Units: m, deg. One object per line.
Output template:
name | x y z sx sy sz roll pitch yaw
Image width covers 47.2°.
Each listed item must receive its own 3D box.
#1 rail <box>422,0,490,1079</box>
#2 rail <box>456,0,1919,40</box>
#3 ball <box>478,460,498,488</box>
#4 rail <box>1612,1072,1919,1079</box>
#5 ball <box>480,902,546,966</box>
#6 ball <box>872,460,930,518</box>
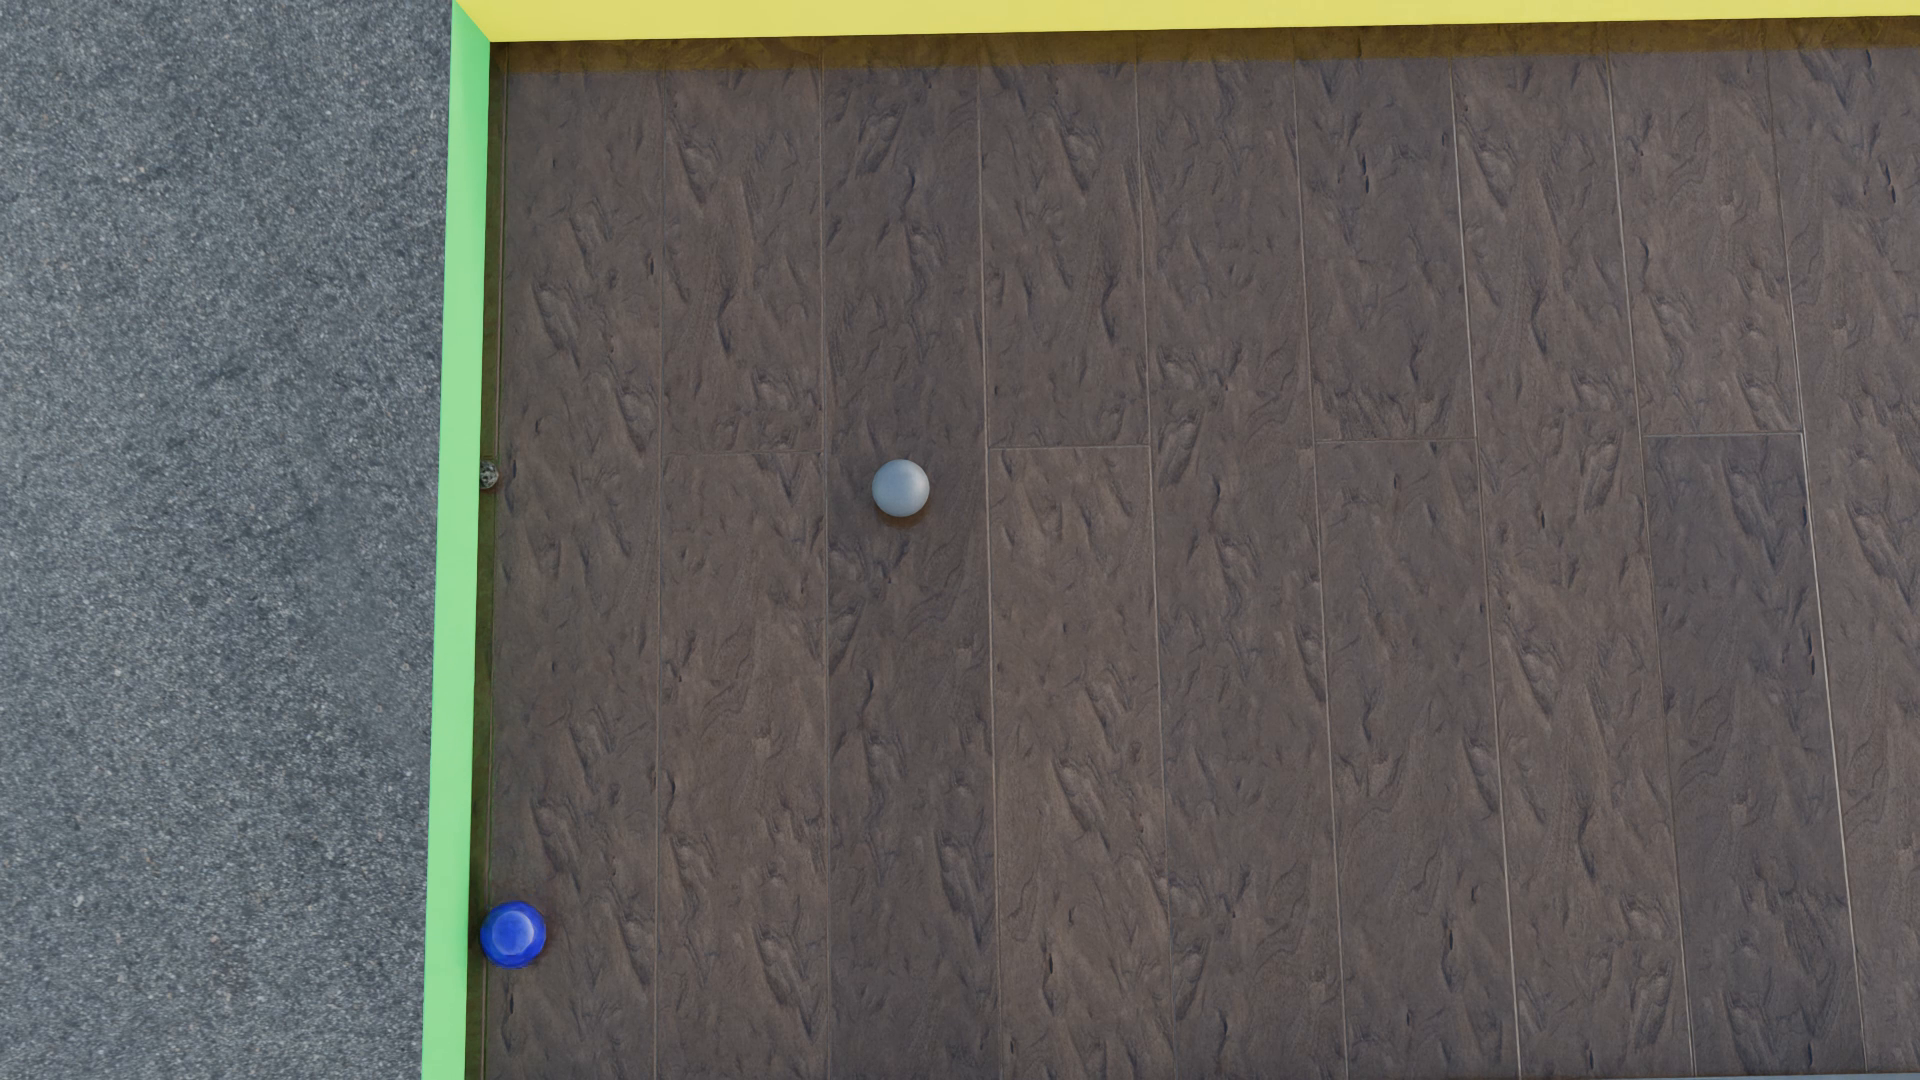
rail | -0.741 0.009 3.272 0.045 0.122 1.701 -1 78 0
rail | 0.748 -0.831 3.445 3.060 0.122 0.045 -1 78 0
ball | -0.722 -0.099 3.336 0.043 0.043 0.043 0 78 0
rail | 0.782 0.789 3.112 3.060 0.122 0.045 -1 78 0
ball | -0.645 0.568 3.173 0.094 0.094 0.094 0 78 0
ball | -0.089 -0.078 3.309 0.087 0.087 0.087 0 78 0
